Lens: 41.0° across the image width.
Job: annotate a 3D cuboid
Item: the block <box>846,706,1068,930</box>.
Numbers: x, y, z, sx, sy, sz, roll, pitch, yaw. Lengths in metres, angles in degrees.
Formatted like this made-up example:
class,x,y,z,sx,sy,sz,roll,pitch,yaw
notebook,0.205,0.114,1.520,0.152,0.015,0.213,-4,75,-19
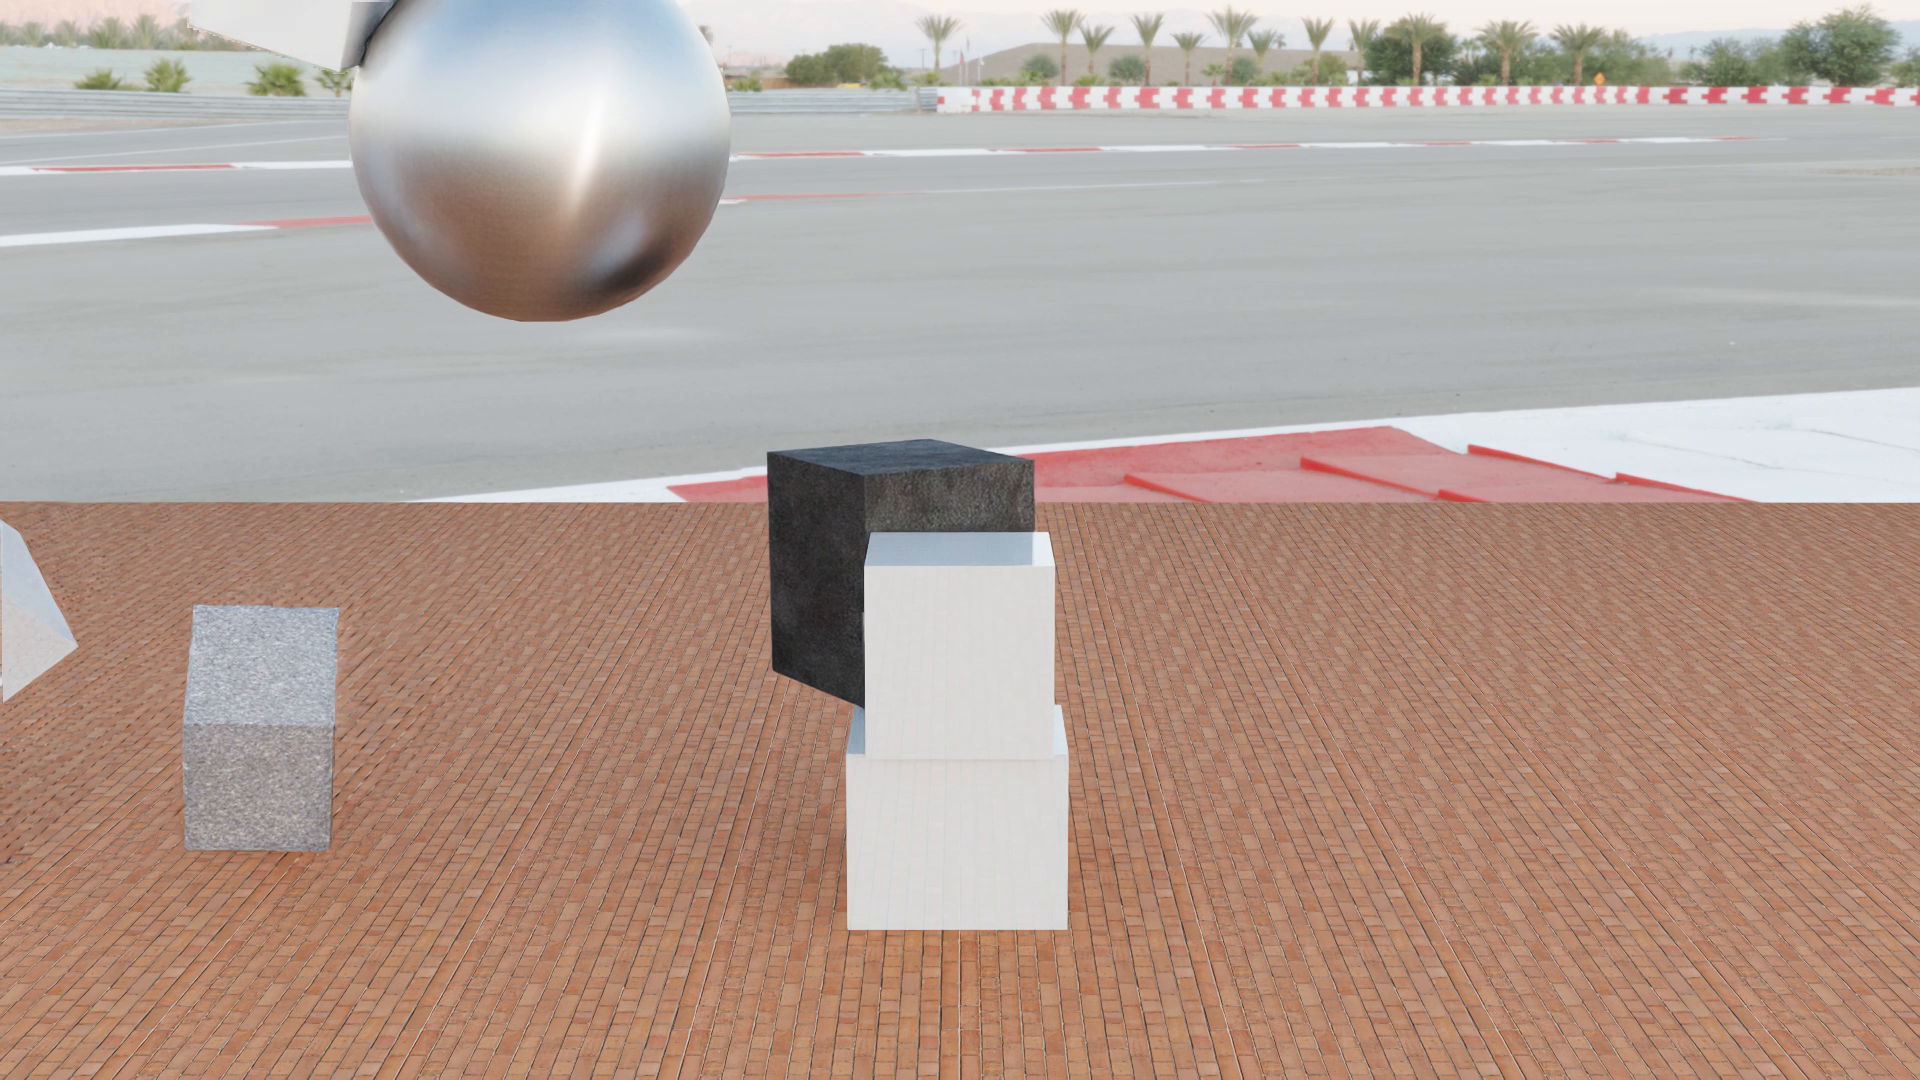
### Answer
class,x,y,z,sx,sy,sz,roll,pitch,yaw
block,-0.011,1.174,11.002,0.913,0.753,0.832,0,10,0

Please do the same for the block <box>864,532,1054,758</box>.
class,x,y,z,sx,sy,sz,roll,pitch,yaw
block,-0.002,0.430,10.756,0.766,0.801,0.764,0,10,0

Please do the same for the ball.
class,x,y,z,sx,sy,sz,roll,pitch,yaw
ball,-1.769,-1.722,10.867,1.600,1.600,1.600,0,10,0

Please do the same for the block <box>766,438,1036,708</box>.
class,x,y,z,sx,sy,sz,roll,pitch,yaw
block,-0.275,0.129,11.783,0.859,1.038,0.980,-6,11,-29

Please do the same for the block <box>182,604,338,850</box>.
class,x,y,z,sx,sy,sz,roll,pitch,yaw
block,-3.182,0.857,11.698,0.637,0.805,0.765,2,40,-14

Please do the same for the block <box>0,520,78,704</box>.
class,x,y,z,sx,sy,sz,roll,pitch,yaw
block,-4.568,0.269,11.393,0.760,0.713,0.794,51,-3,30

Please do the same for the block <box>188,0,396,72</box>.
class,x,y,z,sx,sy,sz,roll,pitch,yaw
block,-2.713,-2.511,10.857,0.678,0.784,0.770,18,21,5
